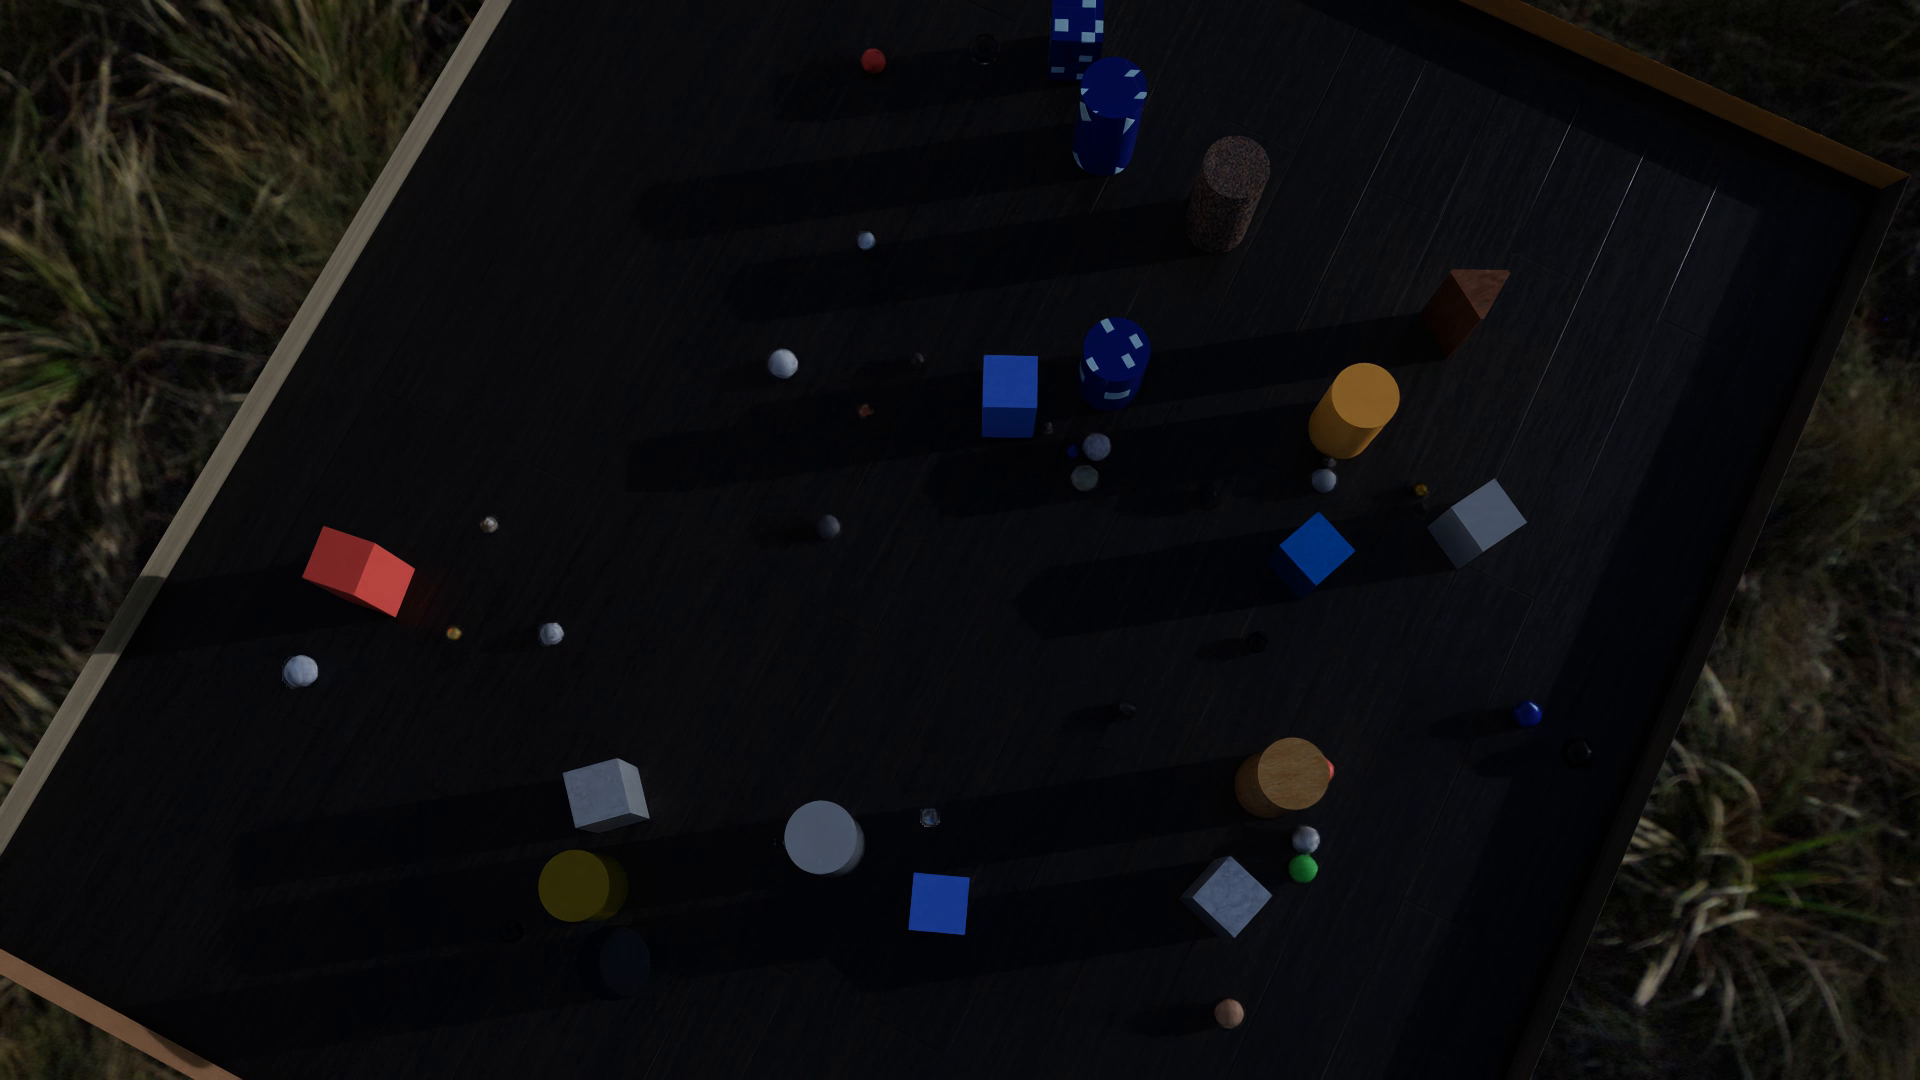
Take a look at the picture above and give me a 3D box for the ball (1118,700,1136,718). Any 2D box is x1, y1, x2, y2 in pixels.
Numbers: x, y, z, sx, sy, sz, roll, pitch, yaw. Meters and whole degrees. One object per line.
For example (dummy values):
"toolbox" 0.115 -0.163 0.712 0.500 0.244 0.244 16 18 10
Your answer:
"ball" 0.500 0.506 5.482 0.058 0.058 0.058 0 78 0

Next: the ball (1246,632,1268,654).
"ball" 0.895 0.310 5.521 0.061 0.061 0.061 0 78 0

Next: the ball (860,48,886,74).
"ball" -0.279 -1.539 5.894 0.081 0.081 0.081 0 78 0

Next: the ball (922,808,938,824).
"ball" -0.090 0.817 5.422 0.050 0.050 0.050 0 78 0

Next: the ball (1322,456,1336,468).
"ball" 1.135 -0.239 5.645 0.042 0.042 0.042 0 78 0

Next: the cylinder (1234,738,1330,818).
"cylinder" 0.916 0.686 5.248 0.198 0.443 0.198 0 78 0

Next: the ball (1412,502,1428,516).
"ball" 1.409 -0.093 5.614 0.043 0.043 0.043 0 78 0

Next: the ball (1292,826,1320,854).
"ball" 1.016 0.882 5.391 0.083 0.083 0.083 0 78 0

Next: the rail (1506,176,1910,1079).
"rail" 1.891 0.933 5.357 0.045 0.129 4.727 26 80 5

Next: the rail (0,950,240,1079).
"rail" -1.046 2.056 5.124 4.277 0.129 0.045 26 80 5

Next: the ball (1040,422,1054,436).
"ball" 0.266 -0.344 5.666 0.043 0.043 0.043 0 78 0

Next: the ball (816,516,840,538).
"ball" -0.402 -0.040 5.588 0.073 0.073 0.073 0 78 0

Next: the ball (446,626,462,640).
"ball" -1.528 0.282 5.535 0.045 0.045 0.045 0 78 0

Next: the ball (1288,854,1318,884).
"ball" 1.005 0.963 5.374 0.085 0.085 0.085 0 78 0

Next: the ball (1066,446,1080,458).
"ball" 0.347 -0.273 5.653 0.040 0.040 0.040 0 78 0

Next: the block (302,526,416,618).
"block" -1.765 0.097 5.396 0.158 0.393 0.158 18 79 4

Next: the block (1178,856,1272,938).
"block" 0.755 1.021 5.240 0.158 0.324 0.158 43 81 8

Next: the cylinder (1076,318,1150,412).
"cylinder" 0.463 -0.528 5.558 0.198 0.329 0.198 0 78 0

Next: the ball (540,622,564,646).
"ball" -1.231 0.282 5.522 0.072 0.072 0.072 0 78 0

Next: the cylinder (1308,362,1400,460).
"cylinder" 1.180 -0.383 5.508 0.198 0.367 0.198 0 78 0

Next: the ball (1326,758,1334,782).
"ball" 1.066 0.683 5.432 0.084 0.084 0.084 0 78 0

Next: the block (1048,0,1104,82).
"block" 0.365 -1.589 5.805 0.158 0.275 0.158 2 78 0

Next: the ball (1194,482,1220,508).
"ball" 0.753 -0.136 5.604 0.080 0.080 0.080 0 78 0

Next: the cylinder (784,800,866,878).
"cylinder" -0.379 0.854 5.205 0.198 0.459 0.198 0 78 0

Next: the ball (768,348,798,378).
"ball" -0.549 -0.546 5.682 0.093 0.093 0.093 0 78 0

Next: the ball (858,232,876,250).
"ball" -0.295 -0.942 5.782 0.057 0.057 0.057 0 78 0

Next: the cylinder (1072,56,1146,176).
"cylinder" 0.458 -1.303 5.665 0.198 0.433 0.198 0 78 0

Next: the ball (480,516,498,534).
"ball" -1.439 -0.046 5.600 0.052 0.052 0.052 0 78 0

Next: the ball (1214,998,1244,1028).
"ball" 0.776 1.367 5.291 0.084 0.084 0.084 0 78 0

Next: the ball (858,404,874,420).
"ball" -0.289 -0.397 5.673 0.051 0.051 0.051 0 78 0

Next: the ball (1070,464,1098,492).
"ball" 0.381 -0.192 5.613 0.084 0.084 0.084 0 78 0

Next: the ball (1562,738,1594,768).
"ball" 1.833 0.632 5.439 0.092 0.092 0.092 0 78 0

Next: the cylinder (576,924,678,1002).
"cylinder" -0.925 1.178 5.127 0.198 0.481 0.198 0 78 0

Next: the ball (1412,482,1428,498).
"ball" 1.412 -0.152 5.623 0.049 0.049 0.049 0 78 0

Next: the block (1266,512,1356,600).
"block" 1.046 0.049 5.482 0.158 0.245 0.158 -40 81 -8

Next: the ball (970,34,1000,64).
"ball" 0.080 -1.580 5.895 0.095 0.095 0.095 0 78 0

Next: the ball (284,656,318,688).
"ball" -1.972 0.394 5.485 0.099 0.099 0.099 0 78 0

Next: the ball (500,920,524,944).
"ball" -1.309 1.142 5.345 0.068 0.068 0.068 0 78 0

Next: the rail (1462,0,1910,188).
"rail" 1.046 -2.042 5.973 4.277 0.129 0.045 26 80 5

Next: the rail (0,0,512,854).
"rail" -1.891 -0.919 5.740 0.045 0.129 4.727 26 80 5

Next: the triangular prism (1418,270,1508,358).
"triangular prism" 1.506 -0.715 5.566 0.148 0.389 0.171 30 80 6

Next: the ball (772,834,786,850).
"ball" -0.531 0.890 5.408 0.048 0.048 0.048 0 78 0

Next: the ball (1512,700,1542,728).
"ball" 1.690 0.520 5.466 0.083 0.083 0.083 0 78 0

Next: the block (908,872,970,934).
"block" -0.058 1.046 5.268 0.158 0.259 0.158 5 78 1

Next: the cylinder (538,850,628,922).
"cylinder" -1.076 0.994 5.255 0.198 0.306 0.198 0 78 0

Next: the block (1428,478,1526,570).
"block" 1.542 -0.045 5.481 0.158 0.284 0.158 -33 80 -6

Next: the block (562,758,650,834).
"block" -1.019 0.742 5.296 0.158 0.328 0.158 -15 79 -3

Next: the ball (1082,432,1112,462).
"ball" 0.420 -0.287 5.631 0.089 0.089 0.089 0 78 0

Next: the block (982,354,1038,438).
"block" 0.148 -0.430 5.531 0.158 0.342 0.158 1 78 0

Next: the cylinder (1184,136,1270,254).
"cylinder" 0.812 -1.050 5.603 0.198 0.453 0.198 0 78 0

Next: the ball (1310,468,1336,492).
"ball" 1.114 -0.184 5.616 0.075 0.075 0.075 0 78 0

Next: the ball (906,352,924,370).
"ball" -0.141 -0.557 5.703 0.057 0.057 0.057 0 78 0
